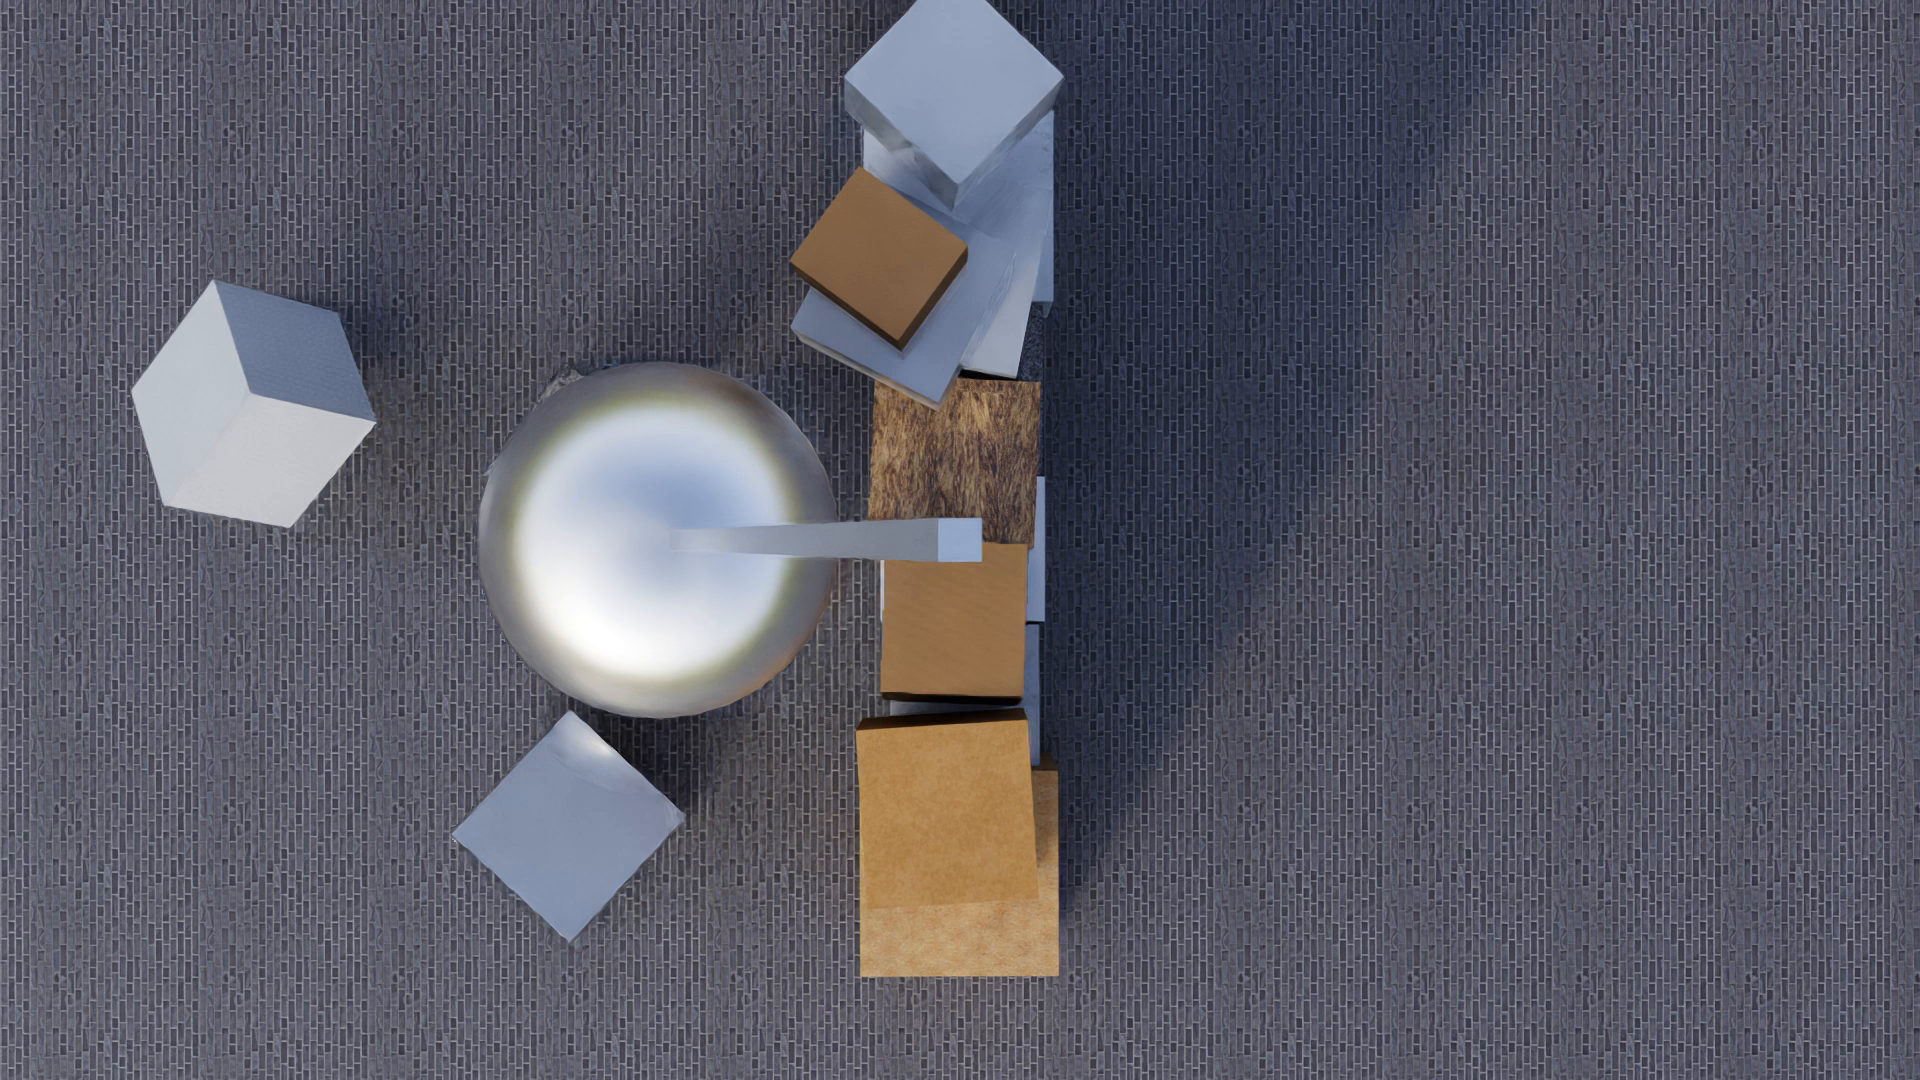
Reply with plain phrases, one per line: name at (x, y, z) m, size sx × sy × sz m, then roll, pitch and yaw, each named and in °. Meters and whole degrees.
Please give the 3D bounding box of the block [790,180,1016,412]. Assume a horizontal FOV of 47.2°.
block at (-0.272, -1.202, 10.900) m, size 0.795 × 0.768 × 0.822 m, roll 27°, pitch 90°, yaw 0°

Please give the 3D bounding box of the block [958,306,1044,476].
block at (-0.003, -0.832, 12.610) m, size 0.930 × 0.779 × 0.941 m, roll 0°, pitch 90°, yaw 0°

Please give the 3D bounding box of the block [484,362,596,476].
block at (-2.163, -0.514, 12.567) m, size 0.630 × 0.783 × 0.764 m, roll 37°, pitch 93°, yaw -4°

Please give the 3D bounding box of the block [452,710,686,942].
block at (-2.200, 1.636, 12.450) m, size 0.869 × 0.890 × 0.921 m, roll 42°, pitch 76°, yaw 0°

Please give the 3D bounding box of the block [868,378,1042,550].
block at (-0.029, -0.403, 11.840) m, size 0.869 × 0.743 × 0.867 m, roll 3°, pitch 89°, yaw 0°

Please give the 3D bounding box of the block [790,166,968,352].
block at (-0.368, -1.297, 10.225) m, size 0.610 × 0.582 × 0.536 m, roll 36°, pitch 90°, yaw 0°

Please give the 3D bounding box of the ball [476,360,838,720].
ball at (-1.338, 0.000, 9.820) m, size 1.600 × 1.600 × 1.600 m, roll 0°, pitch 90°, yaw 0°

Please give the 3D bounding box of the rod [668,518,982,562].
rod at (-0.580, 0.000, 6.505) m, size 0.080 × 5.200 × 0.080 m, roll 0°, pitch 90°, yaw -13°

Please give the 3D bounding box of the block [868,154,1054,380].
block at (-0.083, -1.410, 11.691) m, size 0.953 × 0.813 × 0.971 m, roll 11°, pitch 90°, yaw 0°

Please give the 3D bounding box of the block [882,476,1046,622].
block at (0.017, 0.050, 12.605) m, size 0.911 × 0.789 × 0.804 m, roll 0°, pitch 90°, yaw 0°

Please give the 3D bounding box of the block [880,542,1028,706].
block at (-0.034, 0.450, 11.660) m, size 0.728 × 0.859 × 0.784 m, roll 2°, pitch 83°, yaw 0°

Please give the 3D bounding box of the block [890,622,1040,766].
block at (0.020, 0.855, 12.544) m, size 0.822 × 0.902 × 0.780 m, roll 0°, pitch 90°, yaw -1°

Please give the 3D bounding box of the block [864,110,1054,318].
block at (-0.008, -1.840, 12.549) m, size 1.046 × 0.903 × 1.051 m, roll 0°, pitch 90°, yaw 0°

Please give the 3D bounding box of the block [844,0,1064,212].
block at (-0.042, -2.136, 10.507) m, size 0.733 × 0.636 × 0.716 m, roll 44°, pitch 86°, yaw 0°

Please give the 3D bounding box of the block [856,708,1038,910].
block at (-0.064, 1.389, 11.523) m, size 0.873 × 0.797 × 0.907 m, roll -4°, pitch 90°, yaw 0°

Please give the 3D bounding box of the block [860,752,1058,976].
block at (-0.005, 1.810, 12.461) m, size 1.076 × 1.078 × 1.113 m, roll 0°, pitch 90°, yaw 0°

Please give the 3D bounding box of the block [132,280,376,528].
block at (-3.952, -0.746, 12.289) m, size 0.930 × 0.785 × 0.854 m, roll -44°, pitch 56°, yaw 26°
